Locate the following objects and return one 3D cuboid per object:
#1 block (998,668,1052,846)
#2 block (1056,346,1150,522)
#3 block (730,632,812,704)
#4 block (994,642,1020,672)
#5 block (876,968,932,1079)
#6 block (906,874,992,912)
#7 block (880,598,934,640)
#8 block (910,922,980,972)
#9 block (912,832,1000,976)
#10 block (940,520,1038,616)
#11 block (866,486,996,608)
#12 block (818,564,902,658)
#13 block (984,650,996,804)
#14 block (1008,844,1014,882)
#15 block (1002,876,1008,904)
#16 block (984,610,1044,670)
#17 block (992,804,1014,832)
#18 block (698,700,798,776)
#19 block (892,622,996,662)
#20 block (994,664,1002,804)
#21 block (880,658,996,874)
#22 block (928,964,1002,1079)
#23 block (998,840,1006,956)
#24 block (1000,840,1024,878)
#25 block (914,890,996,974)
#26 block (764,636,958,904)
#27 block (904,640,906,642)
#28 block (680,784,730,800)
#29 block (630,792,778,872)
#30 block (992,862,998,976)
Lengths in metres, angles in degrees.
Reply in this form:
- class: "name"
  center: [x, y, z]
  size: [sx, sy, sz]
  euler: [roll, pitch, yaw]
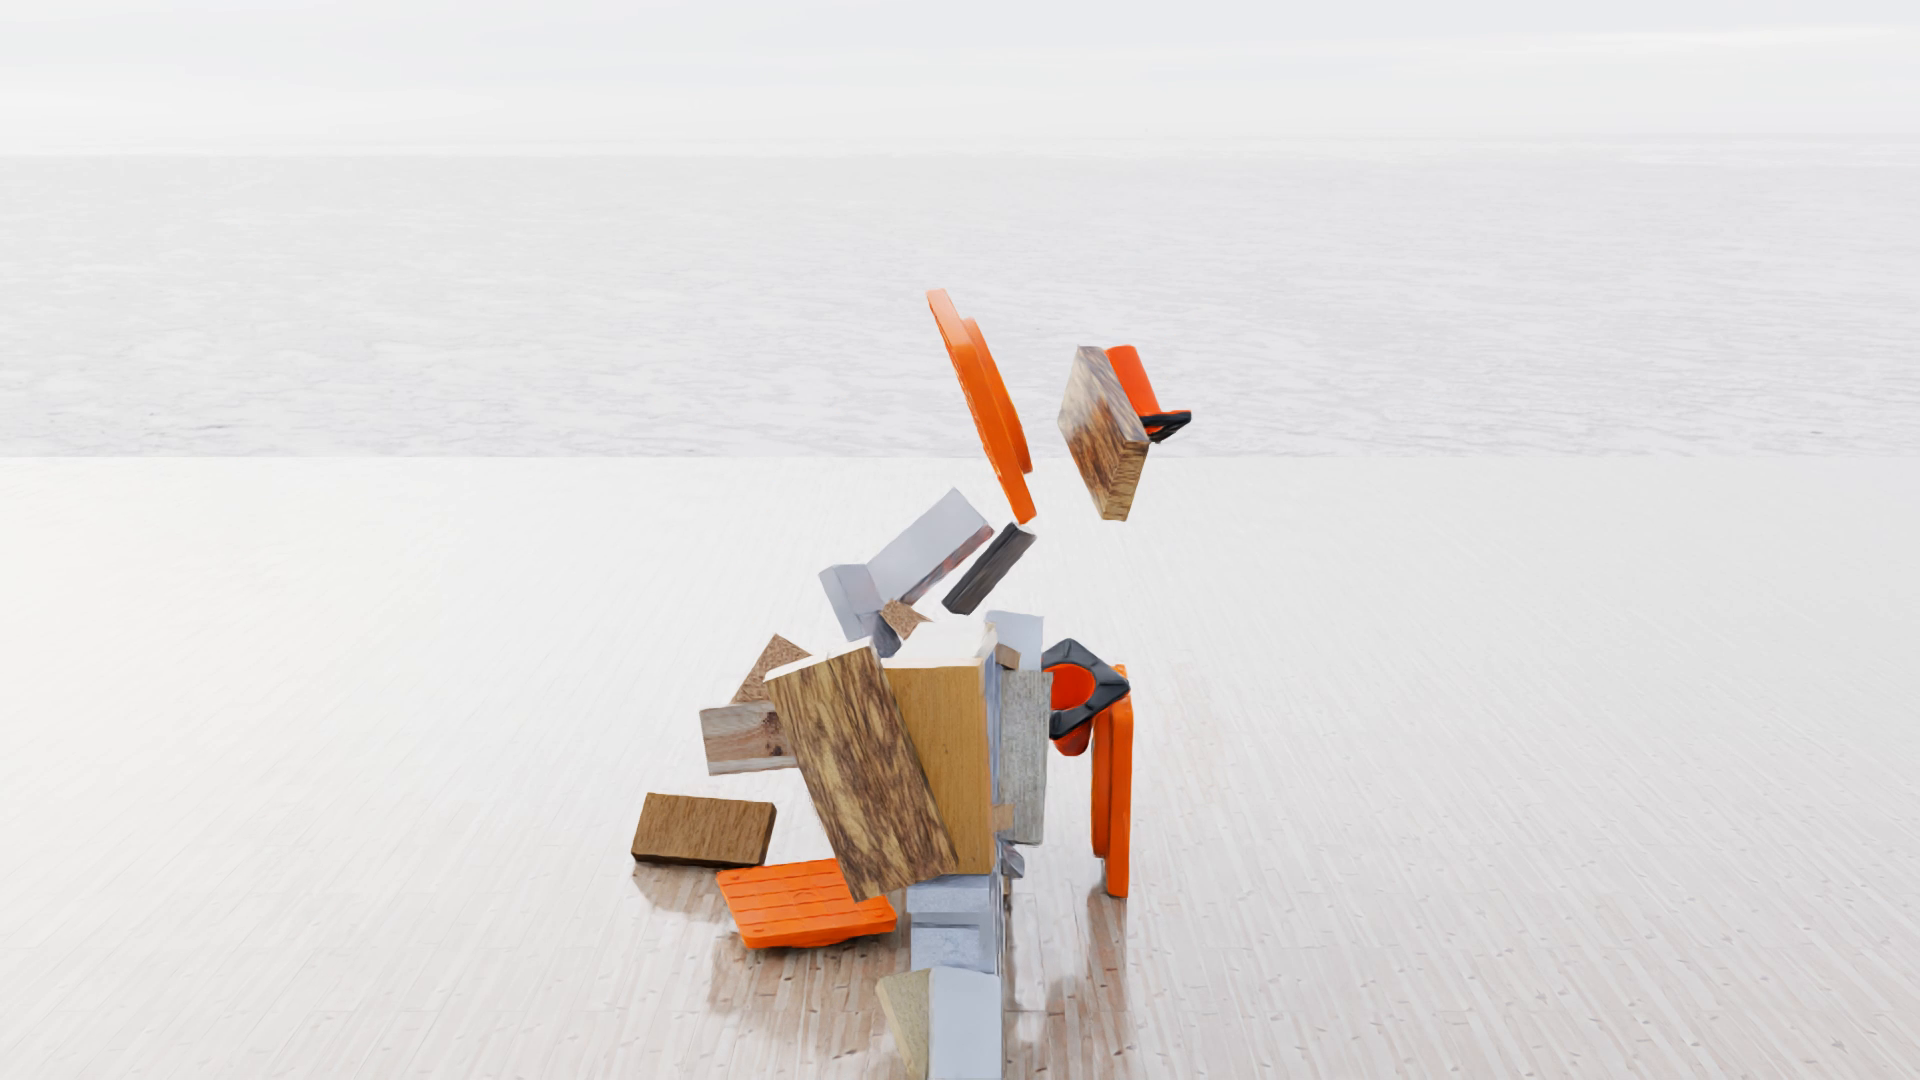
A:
- class: "block"
  center: [0.082, 0.331, 3.387]
  size: [0.103, 0.268, 0.029]
  euler: [7, -17, -11]
- class: "block"
  center: [0.227, -0.174, 3.520]
  size: [0.042, 0.148, 0.295]
  euler: [4, 33, -17]
- class: "block"
  center: [-0.234, 0.303, 3.818]
  size: [0.303, 0.152, 0.043]
  euler: [29, -11, 16]
- class: "block"
  center: [0.022, 0.174, 3.300]
  size: [0.103, 0.029, 0.205]
  euler: [0, -7, 12]
- class: "block"
  center: [-0.036, 0.659, 2.910]
  size: [0.093, 0.026, 0.185]
  euler: [-6, 53, -28]
- class: "block"
  center: [-0.012, 0.462, 3.050]
  size: [0.110, 0.031, 0.220]
  euler: [-1, 11, 3]
- class: "block"
  center: [-0.029, 0.194, 3.706]
  size: [0.119, 0.034, 0.238]
  euler: [30, 11, -47]
- class: "block"
  center: [-0.020, 0.618, 3.006]
  size: [0.093, 0.185, 0.026]
  euler: [1, 7, 3]
- class: "block"
  center: [-0.006, 0.543, 3.227]
  size: [0.126, 0.253, 0.036]
  euler: [1, 24, 4]
- class: "block"
  center: [0.050, 0.049, 3.675]
  size: [0.026, 0.182, 0.091]
  euler: [44, 10, 18]
- class: "block"
  center: [-0.063, 0.025, 3.841]
  size: [0.238, 0.034, 0.119]
  euler: [-41, 46, -1]
- class: "block"
  center: [-0.153, 0.154, 3.724]
  size: [0.034, 0.238, 0.119]
  euler: [-29, -11, 22]
- class: "block"
  center: [-0.006, 0.270, 3.176]
  size: [0.111, 0.222, 0.031]
  euler: [1, -2, 7]
- class: "block"
  center: [0.002, 0.462, 3.593]
  size: [0.174, 0.049, 0.348]
  euler: [0, -34, -1]
- class: "block"
  center: [0.026, 0.561, 3.526]
  size: [0.099, 0.028, 0.198]
  euler: [1, -14, 0]
- class: "block"
  center: [0.072, 0.287, 3.427]
  size: [0.091, 0.353, 0.026]
  euler: [8, -17, -10]
- class: "block"
  center: [-0.004, 0.402, 3.197]
  size: [0.126, 0.036, 0.253]
  euler: [0, -5, 10]
- class: "block"
  center: [-0.326, 0.334, 3.773]
  size: [0.234, 0.117, 0.033]
  euler: [-7, 5, 16]
- class: "block"
  center: [-0.021, 0.157, 3.084]
  size: [0.111, 0.031, 0.222]
  euler: [0, 11, 10]
- class: "block"
  center: [0.008, 0.286, 3.253]
  size: [0.103, 0.205, 0.029]
  euler: [1, -5, 5]
- class: "block"
  center: [-0.036, 0.307, 2.984]
  size: [0.148, 0.295, 0.042]
  euler: [-1, 14, 10]
- class: "block"
  center: [0.006, 0.654, 2.896]
  size: [0.093, 0.026, 0.185]
  euler: [12, 47, -14]
- class: "block"
  center: [0.001, 0.541, 3.317]
  size: [0.126, 0.253, 0.036]
  euler: [1, 47, 4]
- class: "block"
  center: [0.035, 0.488, 3.370]
  size: [0.099, 0.028, 0.198]
  euler: [-1, -17, 11]
- class: "block"
  center: [-0.006, 0.594, 3.033]
  size: [0.110, 0.220, 0.031]
  euler: [-1, 8, 3]
- class: "block"
  center: [-0.130, 0.309, 2.937]
  size: [0.148, 0.335, 0.042]
  euler: [-19, 13, 6]
- class: "block"
  center: [-0.013, 0.219, 3.551]
  size: [0.091, 0.026, 0.182]
  euler: [-4, 34, -30]
- class: "block"
  center: [-0.476, 0.494, 4.120]
  size: [0.086, 0.024, 0.171]
  euler: [-2, 11, -10]
- class: "block"
  center: [-0.445, 0.507, 3.820]
  size: [0.234, 0.117, 0.033]
  euler: [3, -33, 15]
- class: "block"
  center: [-0.001, 0.571, 3.163]
  size: [0.110, 0.221, 0.031]
  euler: [0, 17, 1]
